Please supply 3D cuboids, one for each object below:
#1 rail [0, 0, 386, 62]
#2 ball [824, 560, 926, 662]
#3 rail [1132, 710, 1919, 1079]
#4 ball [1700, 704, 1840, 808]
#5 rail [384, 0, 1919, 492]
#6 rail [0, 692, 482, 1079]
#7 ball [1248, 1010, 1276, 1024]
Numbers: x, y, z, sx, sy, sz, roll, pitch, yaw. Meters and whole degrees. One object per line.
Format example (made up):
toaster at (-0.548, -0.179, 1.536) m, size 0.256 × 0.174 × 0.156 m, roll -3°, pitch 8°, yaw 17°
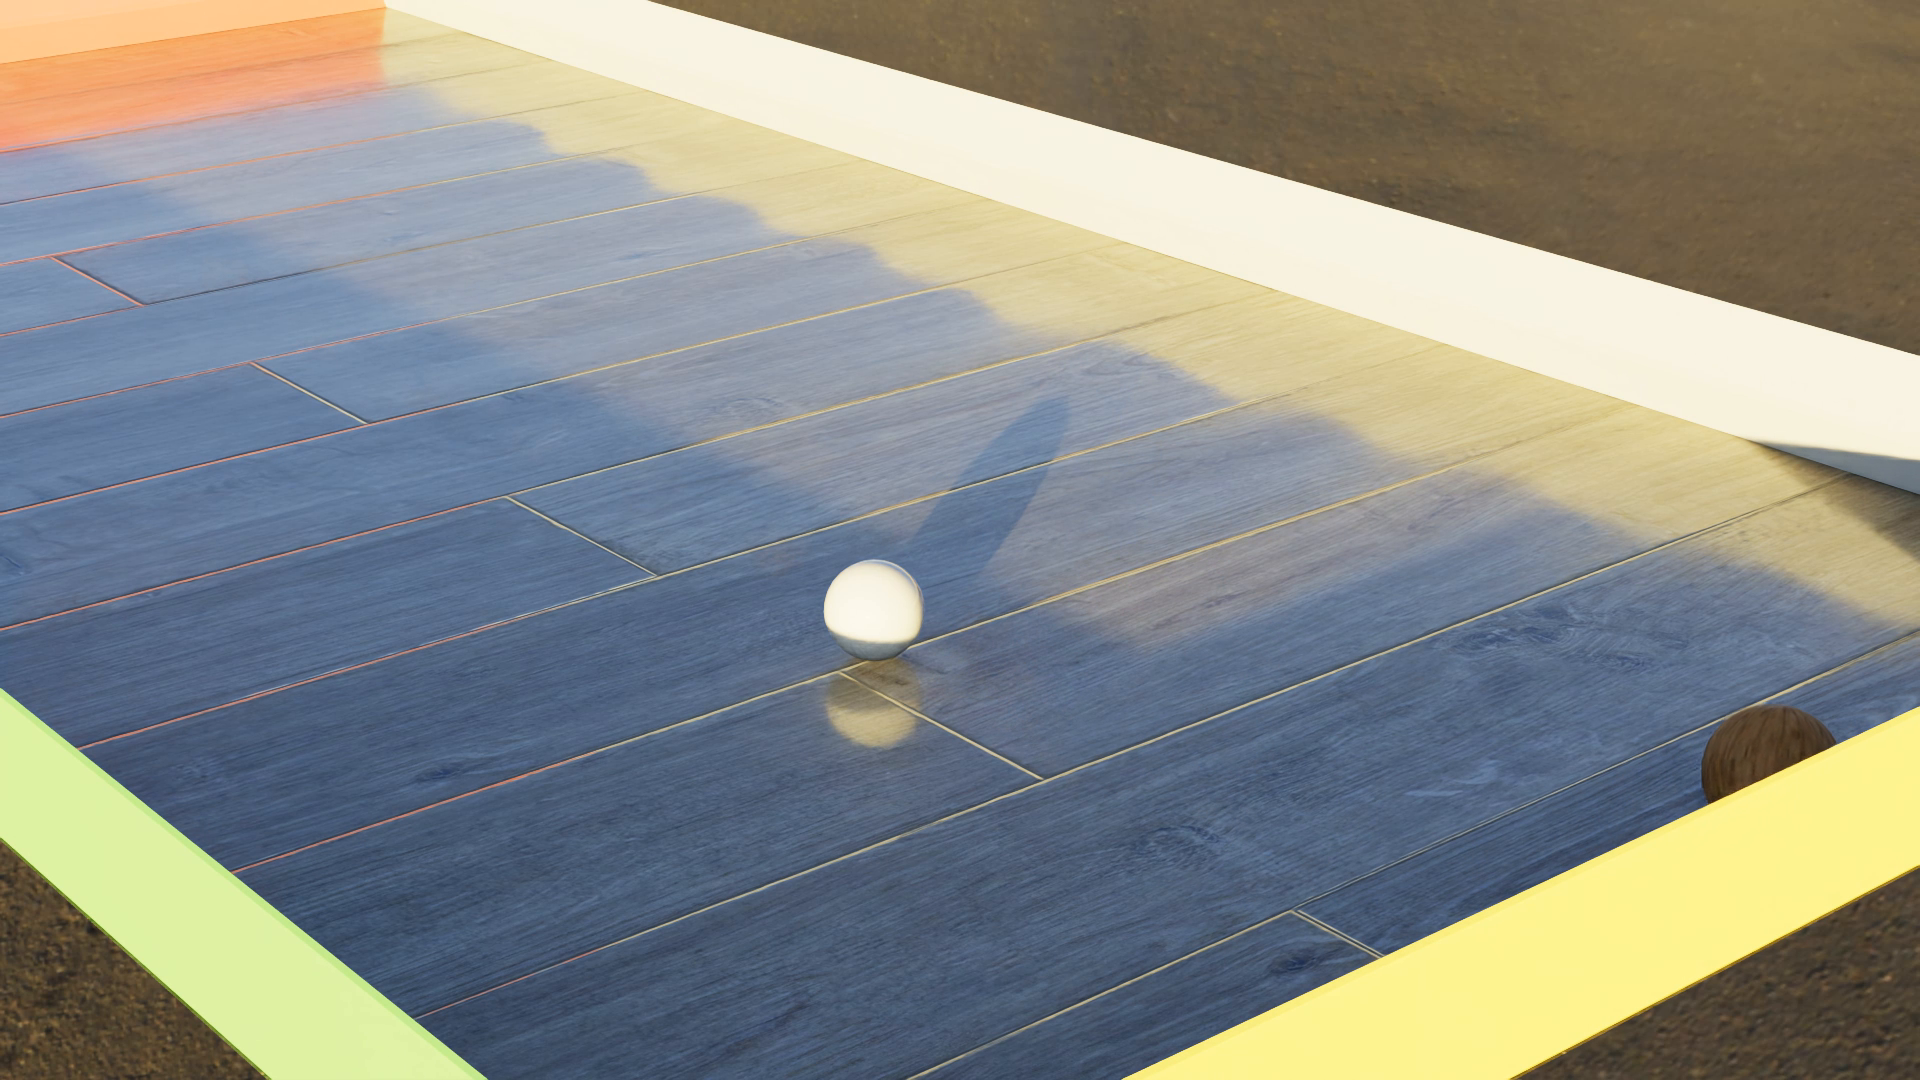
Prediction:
rail at (-1.528, -0.713, 4.184) m, size 1.627 × 0.126 × 0.045 m, roll -17°, pitch 28°, yaw -36°
ball at (-0.068, 0.056, 2.335) m, size 0.081 × 0.081 × 0.081 m, roll 0°, pitch 22°, yaw 0°
rail at (0.499, 0.204, 1.904) m, size 1.627 × 0.126 × 0.045 m, roll -17°, pitch 28°, yaw -36°
ball at (0.566, 0.163, 2.047) m, size 0.097 × 0.097 × 0.097 m, roll 0°, pitch 22°, yaw 0°
rail at (0.095, -0.442, 3.510) m, size 0.045 × 0.126 × 3.234 m, roll -17°, pitch 28°, yaw -36°
rail at (-1.124, -0.067, 2.578) m, size 0.045 × 0.126 × 3.234 m, roll -17°, pitch 28°, yaw -36°
ball at (0.190, 0.309, 1.729) m, size 0.064 × 0.064 × 0.064 m, roll 0°, pitch 22°, yaw 0°
